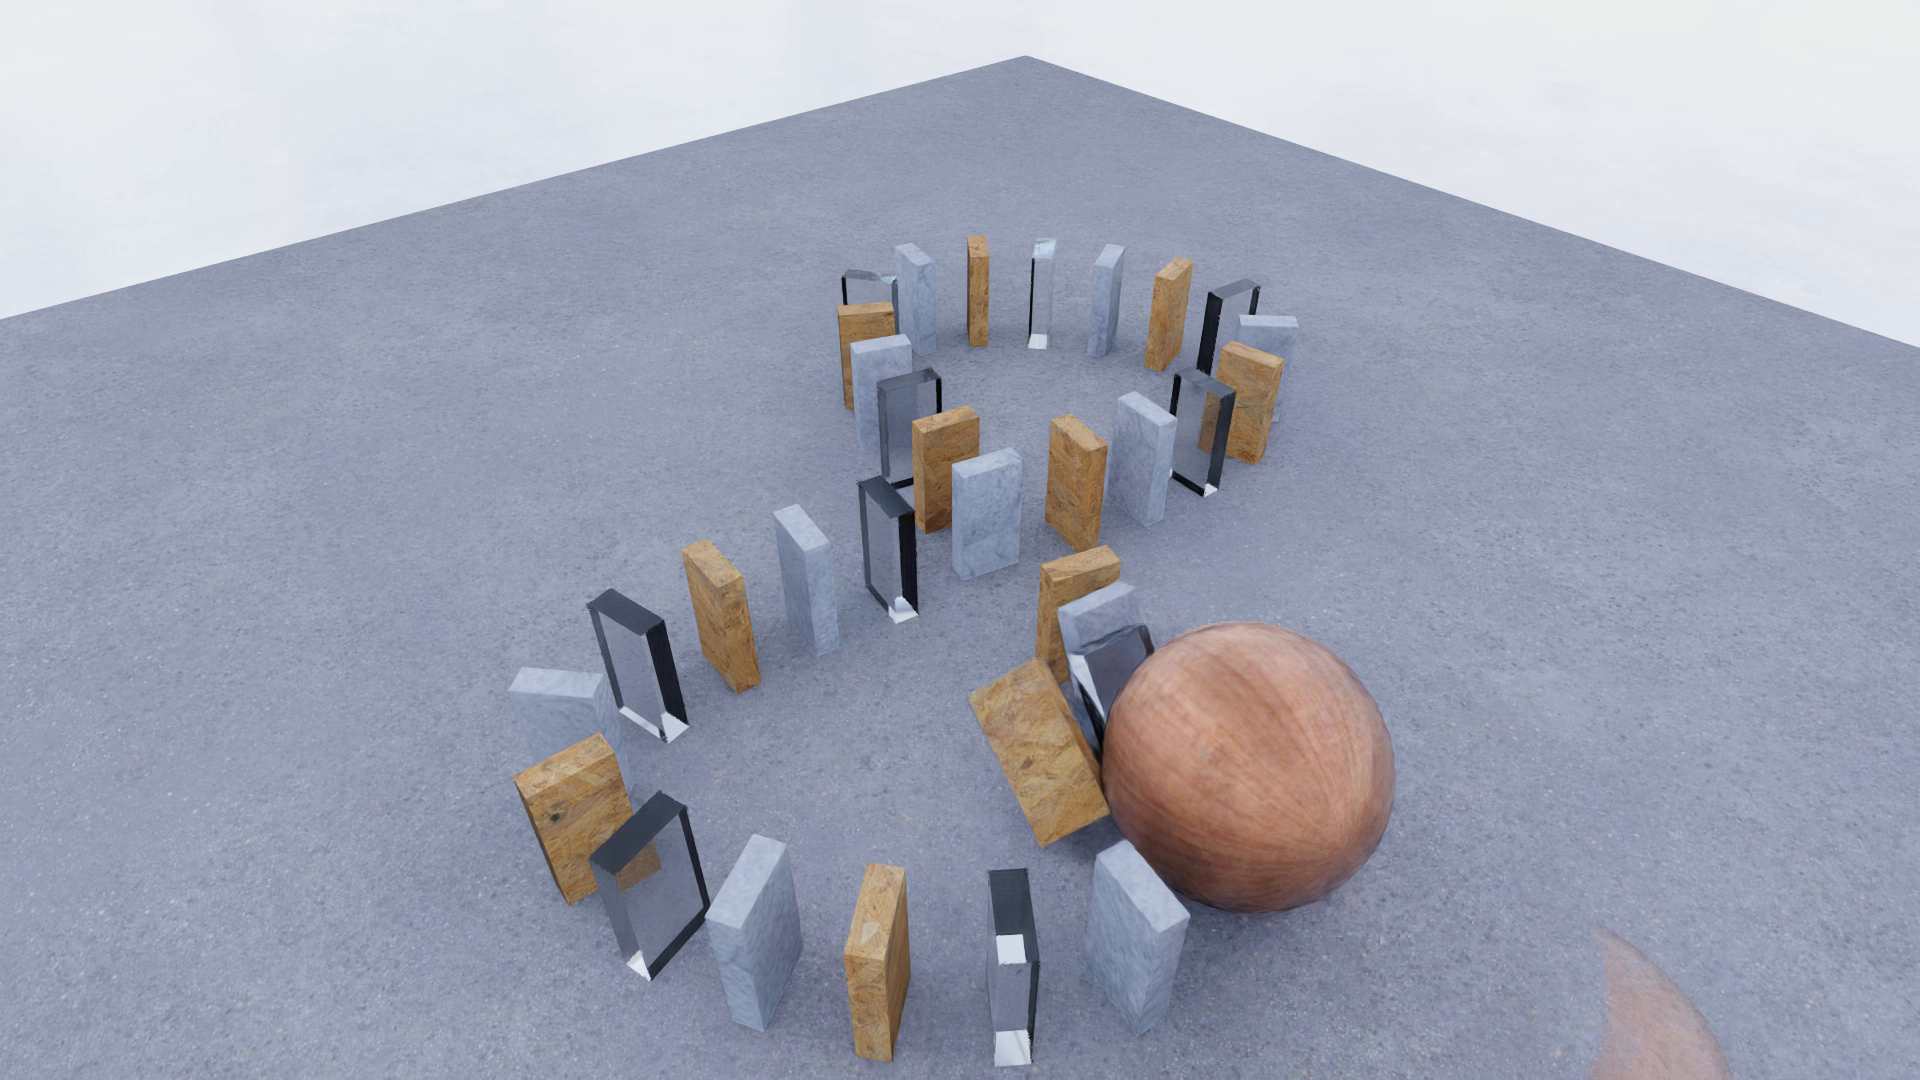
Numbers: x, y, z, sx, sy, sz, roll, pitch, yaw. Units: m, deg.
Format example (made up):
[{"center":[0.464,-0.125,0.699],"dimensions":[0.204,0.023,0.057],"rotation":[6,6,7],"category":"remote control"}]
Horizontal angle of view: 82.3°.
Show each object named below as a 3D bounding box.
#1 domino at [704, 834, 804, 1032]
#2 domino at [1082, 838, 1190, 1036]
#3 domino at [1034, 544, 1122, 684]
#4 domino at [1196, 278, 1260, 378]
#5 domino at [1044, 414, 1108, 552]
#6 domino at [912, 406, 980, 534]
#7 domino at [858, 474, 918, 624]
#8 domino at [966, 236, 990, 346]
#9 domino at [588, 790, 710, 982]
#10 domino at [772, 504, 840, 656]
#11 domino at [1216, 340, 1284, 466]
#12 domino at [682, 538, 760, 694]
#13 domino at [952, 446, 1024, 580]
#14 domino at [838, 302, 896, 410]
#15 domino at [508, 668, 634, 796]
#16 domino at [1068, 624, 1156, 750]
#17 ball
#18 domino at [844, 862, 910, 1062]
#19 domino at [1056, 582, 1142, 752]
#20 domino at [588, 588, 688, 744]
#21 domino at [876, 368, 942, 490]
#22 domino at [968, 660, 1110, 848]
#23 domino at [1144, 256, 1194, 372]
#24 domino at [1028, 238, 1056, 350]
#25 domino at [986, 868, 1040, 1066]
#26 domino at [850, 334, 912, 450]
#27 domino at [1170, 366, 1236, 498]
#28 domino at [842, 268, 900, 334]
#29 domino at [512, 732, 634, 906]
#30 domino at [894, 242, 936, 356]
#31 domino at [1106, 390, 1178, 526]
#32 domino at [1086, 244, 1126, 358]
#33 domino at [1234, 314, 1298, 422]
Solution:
[{"center":[-0.052,0.103,0.286],"dimensions":[0.009,0.050,0.025],"rotation":[13,41,15],"category":"domino"},{"center":[0.045,0.104,0.285],"dimensions":[0.009,0.050,0.025],"rotation":[-20,44,-23],"category":"domino"},{"center":[0.040,0.027,0.379],"dimensions":[0.025,0.050,0.009],"rotation":[-16,42,-18],"category":"domino"},{"center":[0.129,-0.099,0.532],"dimensions":[0.025,0.050,0.009],"rotation":[-24,45,-26],"category":"domino"},{"center":[0.046,-0.022,0.438],"dimensions":[0.010,0.050,0.025],"rotation":[-19,43,-22],"category":"domino"},{"center":[-0.006,-0.028,0.446],"dimensions":[0.025,0.050,0.009],"rotation":[-19,43,-22],"category":"domino"},{"center":[-0.026,0.004,0.407],"dimensions":[0.009,0.050,0.025],"rotation":[-21,44,-24],"category":"domino"},{"center":[0.009,-0.128,0.568],"dimensions":[0.010,0.050,0.025],"rotation":[-2,39,-2],"category":"domino"},{"center":[-0.082,0.094,0.297],"dimensions":[0.009,0.050,0.025],"rotation":[22,44,24],"category":"domino"},{"center":[-0.055,0.015,0.393],"dimensions":[0.009,0.050,0.025],"rotation":[-22,44,-24],"category":"domino"},{"center":[0.125,-0.060,0.485],"dimensions":[0.025,0.050,0.010],"rotation":[28,47,30],"category":"domino"},{"center":[-0.082,0.027,0.379],"dimensions":[0.009,0.050,0.025],"rotation":[-27,46,-29],"category":"domino"},{"center":[0.010,-0.010,0.423],"dimensions":[0.025,0.050,0.010],"rotation":[-18,43,-20],"category":"domino"},{"center":[-0.043,-0.086,0.517],"dimensions":[0.025,0.050,0.009],"rotation":[-7,40,-8],"category":"domino"},{"center":[-0.118,0.061,0.337],"dimensions":[0.025,0.050,0.009],"rotation":[4,39,5],"category":"domino"},{"center":[0.055,0.055,0.348],"dimensions":[0.025,0.050,0.009],"rotation":[-22,6,-25],"category":"domino"},{"center":[0.080,0.063,0.310],"dimensions":[0.080,0.080,0.080],"rotation":[0,39,0],"category":"ball"},{"center":[-0.020,0.108,0.280],"dimensions":[0.009,0.050,0.025],"rotation":[6,40,7],"category":"domino"},{"center":[0.049,0.042,0.361],"dimensions":[0.025,0.050,0.010],"rotation":[-22,20,-25],"category":"domino"},{"center":[-0.105,0.042,0.360],"dimensions":[0.025,0.050,0.010],"rotation":[25,45,27],"category":"domino"},{"center":[-0.021,-0.047,0.468],"dimensions":[0.025,0.050,0.010],"rotation":[-18,42,-20],"category":"domino"},{"center":[0.025,0.065,0.336],"dimensions":[0.025,0.010,0.050],"rotation":[-32,74,18],"category":"domino"},{"center":[0.104,-0.112,0.549],"dimensions":[0.010,0.050,0.025],"rotation":[21,44,24],"category":"domino"},{"center":[0.042,-0.127,0.566],"dimensions":[0.010,0.050,0.025],"rotation":[6,40,7],"category":"domino"},{"center":[0.013,0.109,0.279],"dimensions":[0.009,0.050,0.025],"rotation":[-3,39,-3],"category":"domino"},{"center":[-0.034,-0.066,0.492],"dimensions":[0.025,0.050,0.010],"rotation":[-12,41,-15],"category":"domino"},{"center":[0.101,-0.046,0.467],"dimensions":[0.009,0.050,0.025],"rotation":[-27,46,-29],"category":"domino"},{"center":[-0.043,-0.107,0.542],"dimensions":[0.025,0.050,0.010],"rotation":[10,40,11],"category":"domino"},{"center":[-0.107,0.080,0.314],"dimensions":[0.025,0.050,0.009],"rotation":[-27,46,-29],"category":"domino"},{"center":[-0.023,-0.123,0.561],"dimensions":[0.010,0.050,0.025],"rotation":[-19,43,-22],"category":"domino"},{"center":[0.074,-0.033,0.452],"dimensions":[0.009,0.050,0.025],"rotation":[-24,45,-26],"category":"domino"},{"center":[0.074,-0.122,0.560],"dimensions":[0.009,0.050,0.025],"rotation":[13,41,16],"category":"domino"},{"center":[0.138,-0.079,0.508],"dimensions":[0.025,0.050,0.010],"rotation":[2,39,3],"category":"domino"}]
